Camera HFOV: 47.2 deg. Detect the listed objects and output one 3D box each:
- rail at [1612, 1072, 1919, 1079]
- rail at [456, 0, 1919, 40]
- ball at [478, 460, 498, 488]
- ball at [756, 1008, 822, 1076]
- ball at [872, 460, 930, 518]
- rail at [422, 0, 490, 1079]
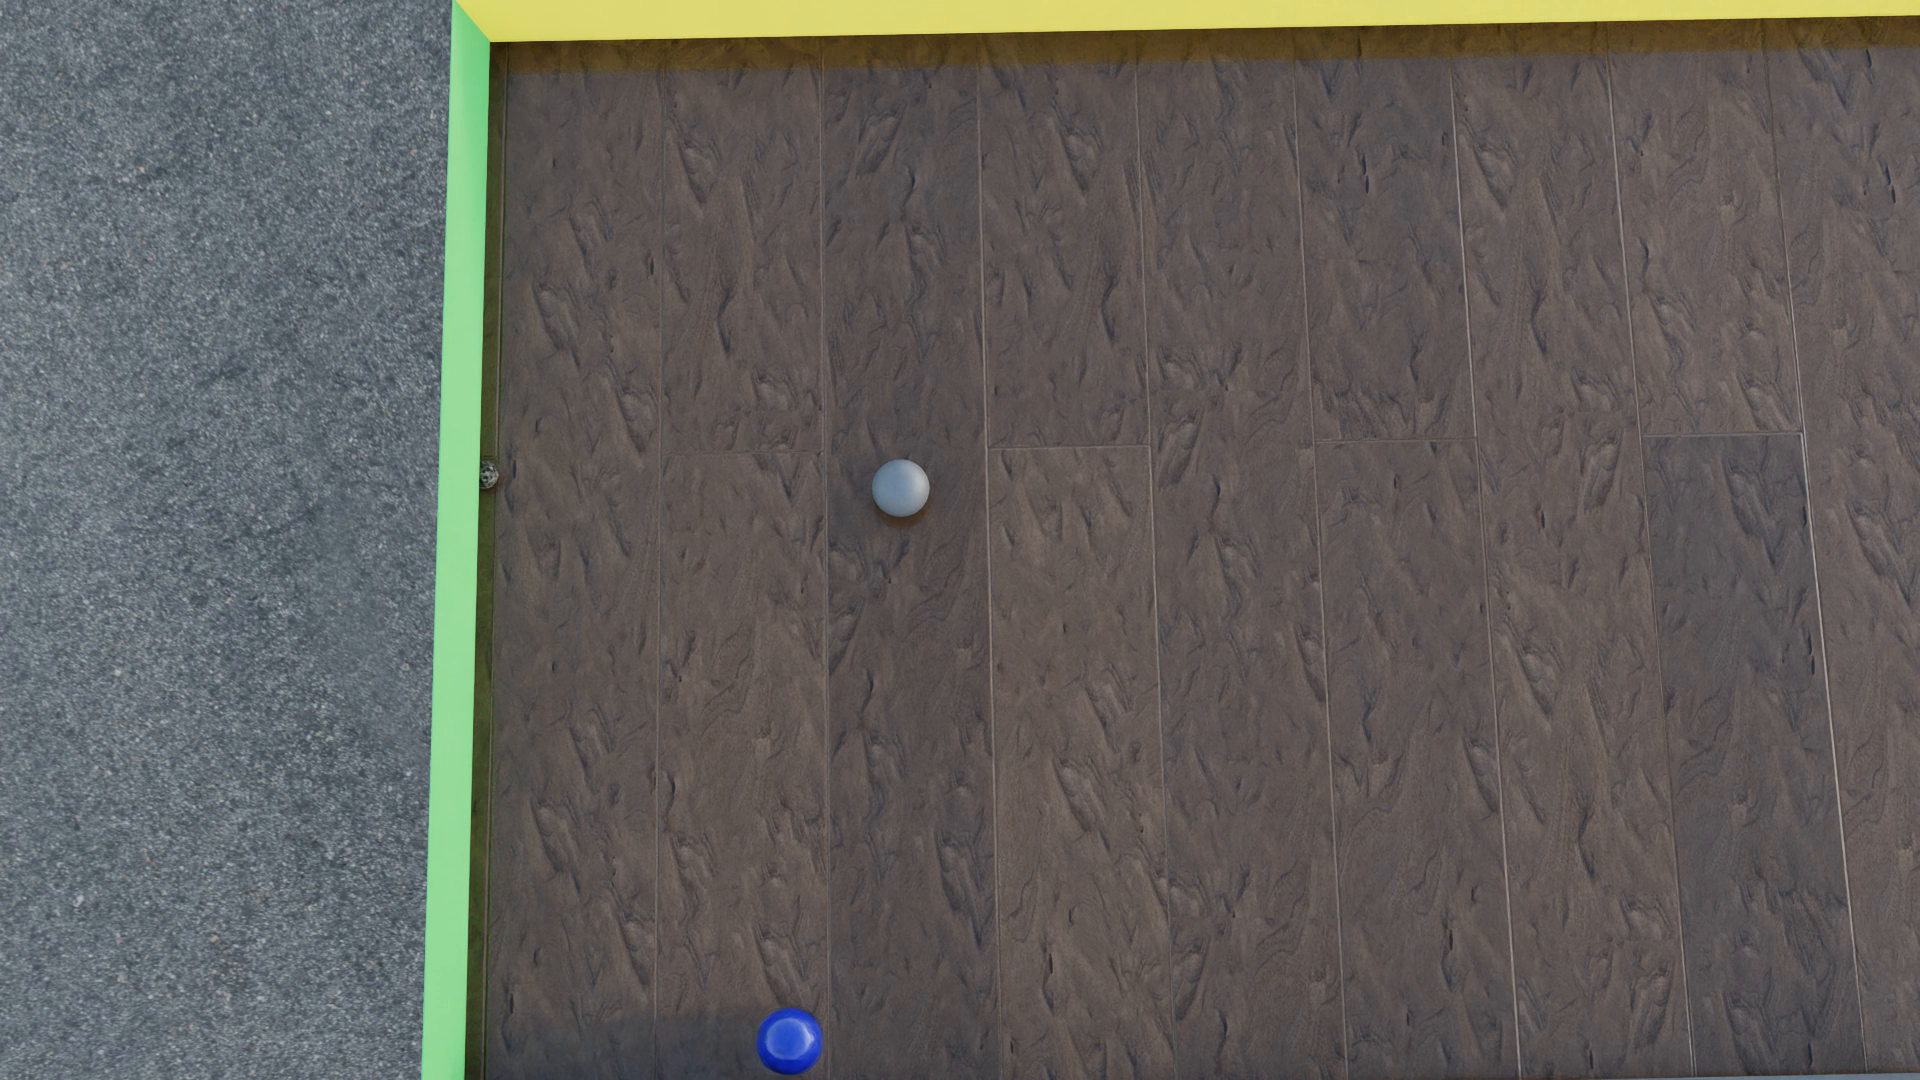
[{"bbox_3d":[0.782,0.789,3.112,3.060,0.122,0.045,-1,78,0],"label":"rail"},{"bbox_3d":[0.748,-0.831,3.445,3.060,0.122,0.045,-1,78,0],"label":"rail"},{"bbox_3d":[-0.722,-0.099,3.336,0.043,0.043,0.043,0,78,0],"label":"ball"},{"bbox_3d":[-0.245,0.716,3.142,0.094,0.094,0.094,0,78,0],"label":"ball"},{"bbox_3d":[-0.089,-0.078,3.309,0.087,0.087,0.087,0,78,0],"label":"ball"},{"bbox_3d":[-0.741,0.009,3.272,0.045,0.122,1.701,-1,78,0],"label":"rail"}]
